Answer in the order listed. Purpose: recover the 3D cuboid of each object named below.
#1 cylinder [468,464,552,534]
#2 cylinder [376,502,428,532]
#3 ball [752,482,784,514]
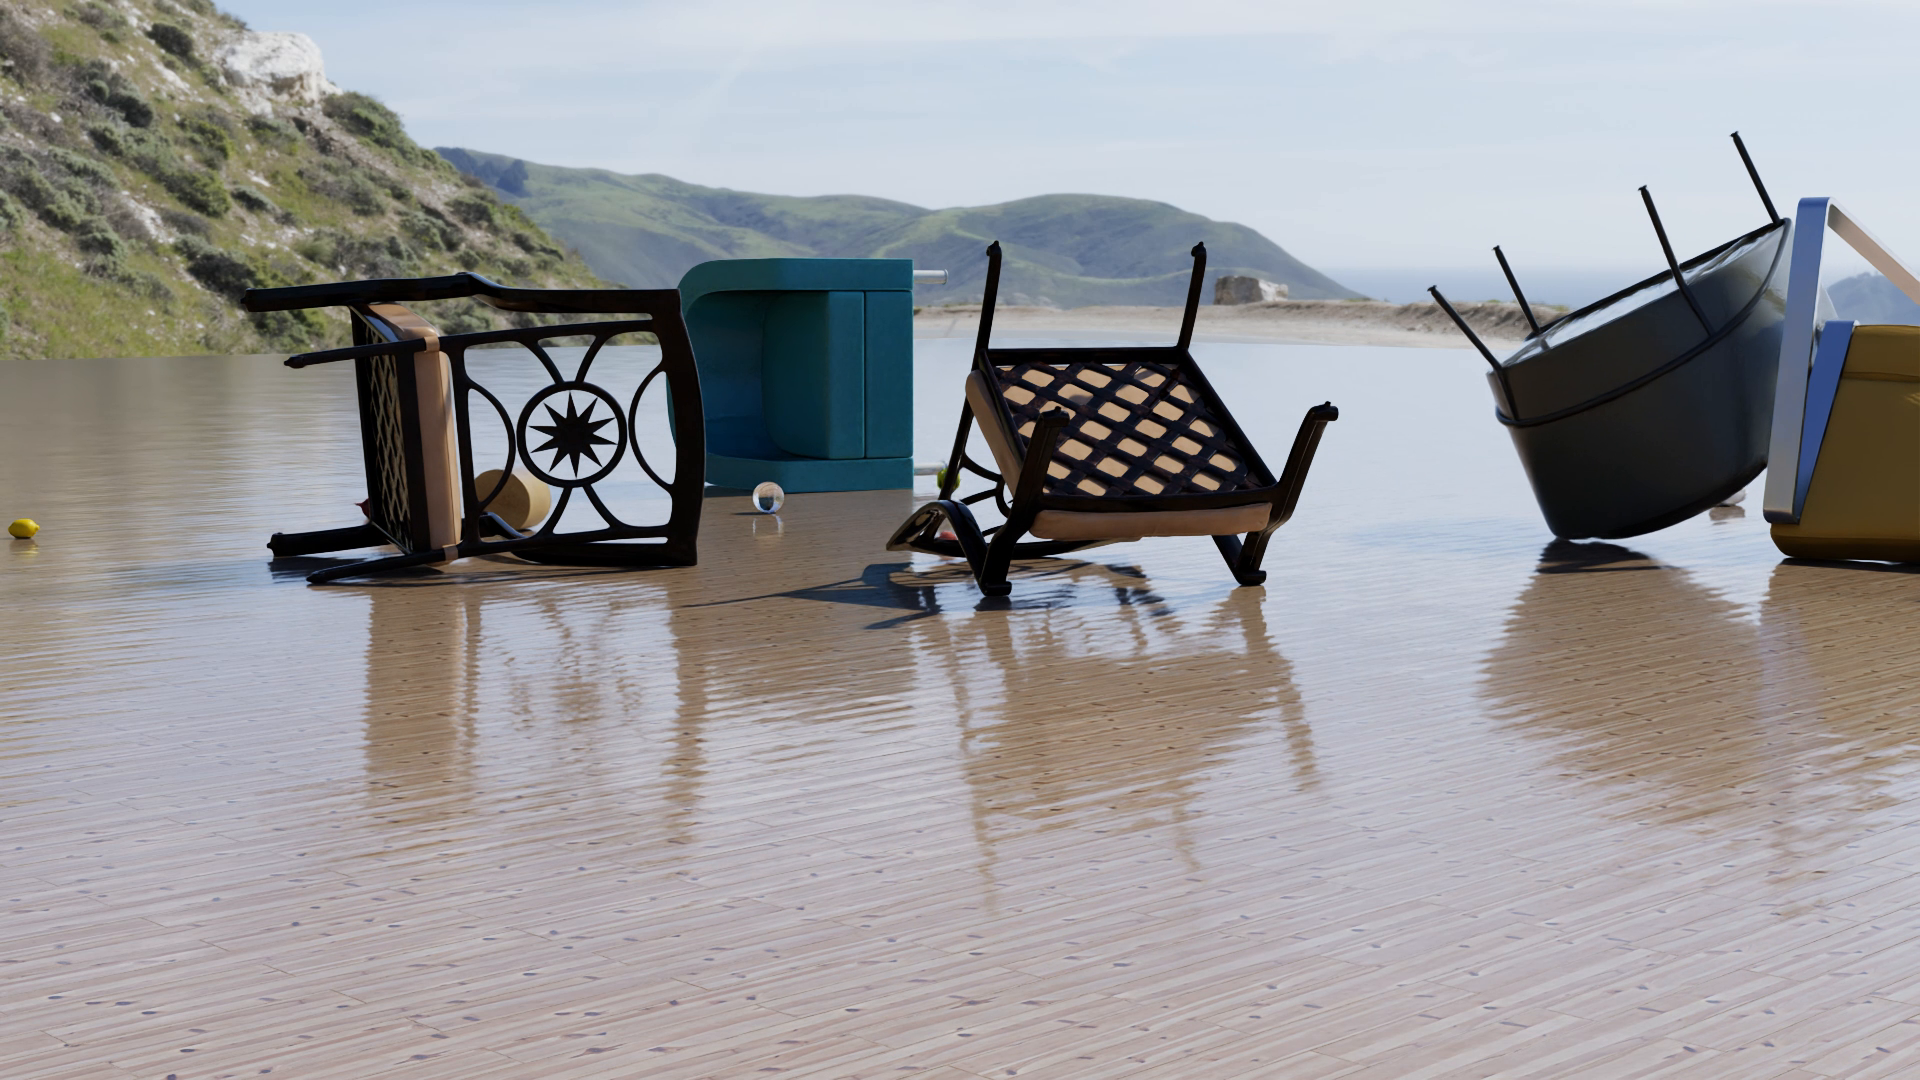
[{"bbox_3d":[-1.162,-0.105,6.620,0.172,0.162,0.156,43,11,4],"label":"cylinder"},{"bbox_3d":[-1.445,-0.059,6.643,0.100,0.064,0.112,19,9,8],"label":"cylinder"},{"bbox_3d":[-0.533,-0.119,7.137,0.089,0.089,0.089,0,6,0],"label":"ball"}]
